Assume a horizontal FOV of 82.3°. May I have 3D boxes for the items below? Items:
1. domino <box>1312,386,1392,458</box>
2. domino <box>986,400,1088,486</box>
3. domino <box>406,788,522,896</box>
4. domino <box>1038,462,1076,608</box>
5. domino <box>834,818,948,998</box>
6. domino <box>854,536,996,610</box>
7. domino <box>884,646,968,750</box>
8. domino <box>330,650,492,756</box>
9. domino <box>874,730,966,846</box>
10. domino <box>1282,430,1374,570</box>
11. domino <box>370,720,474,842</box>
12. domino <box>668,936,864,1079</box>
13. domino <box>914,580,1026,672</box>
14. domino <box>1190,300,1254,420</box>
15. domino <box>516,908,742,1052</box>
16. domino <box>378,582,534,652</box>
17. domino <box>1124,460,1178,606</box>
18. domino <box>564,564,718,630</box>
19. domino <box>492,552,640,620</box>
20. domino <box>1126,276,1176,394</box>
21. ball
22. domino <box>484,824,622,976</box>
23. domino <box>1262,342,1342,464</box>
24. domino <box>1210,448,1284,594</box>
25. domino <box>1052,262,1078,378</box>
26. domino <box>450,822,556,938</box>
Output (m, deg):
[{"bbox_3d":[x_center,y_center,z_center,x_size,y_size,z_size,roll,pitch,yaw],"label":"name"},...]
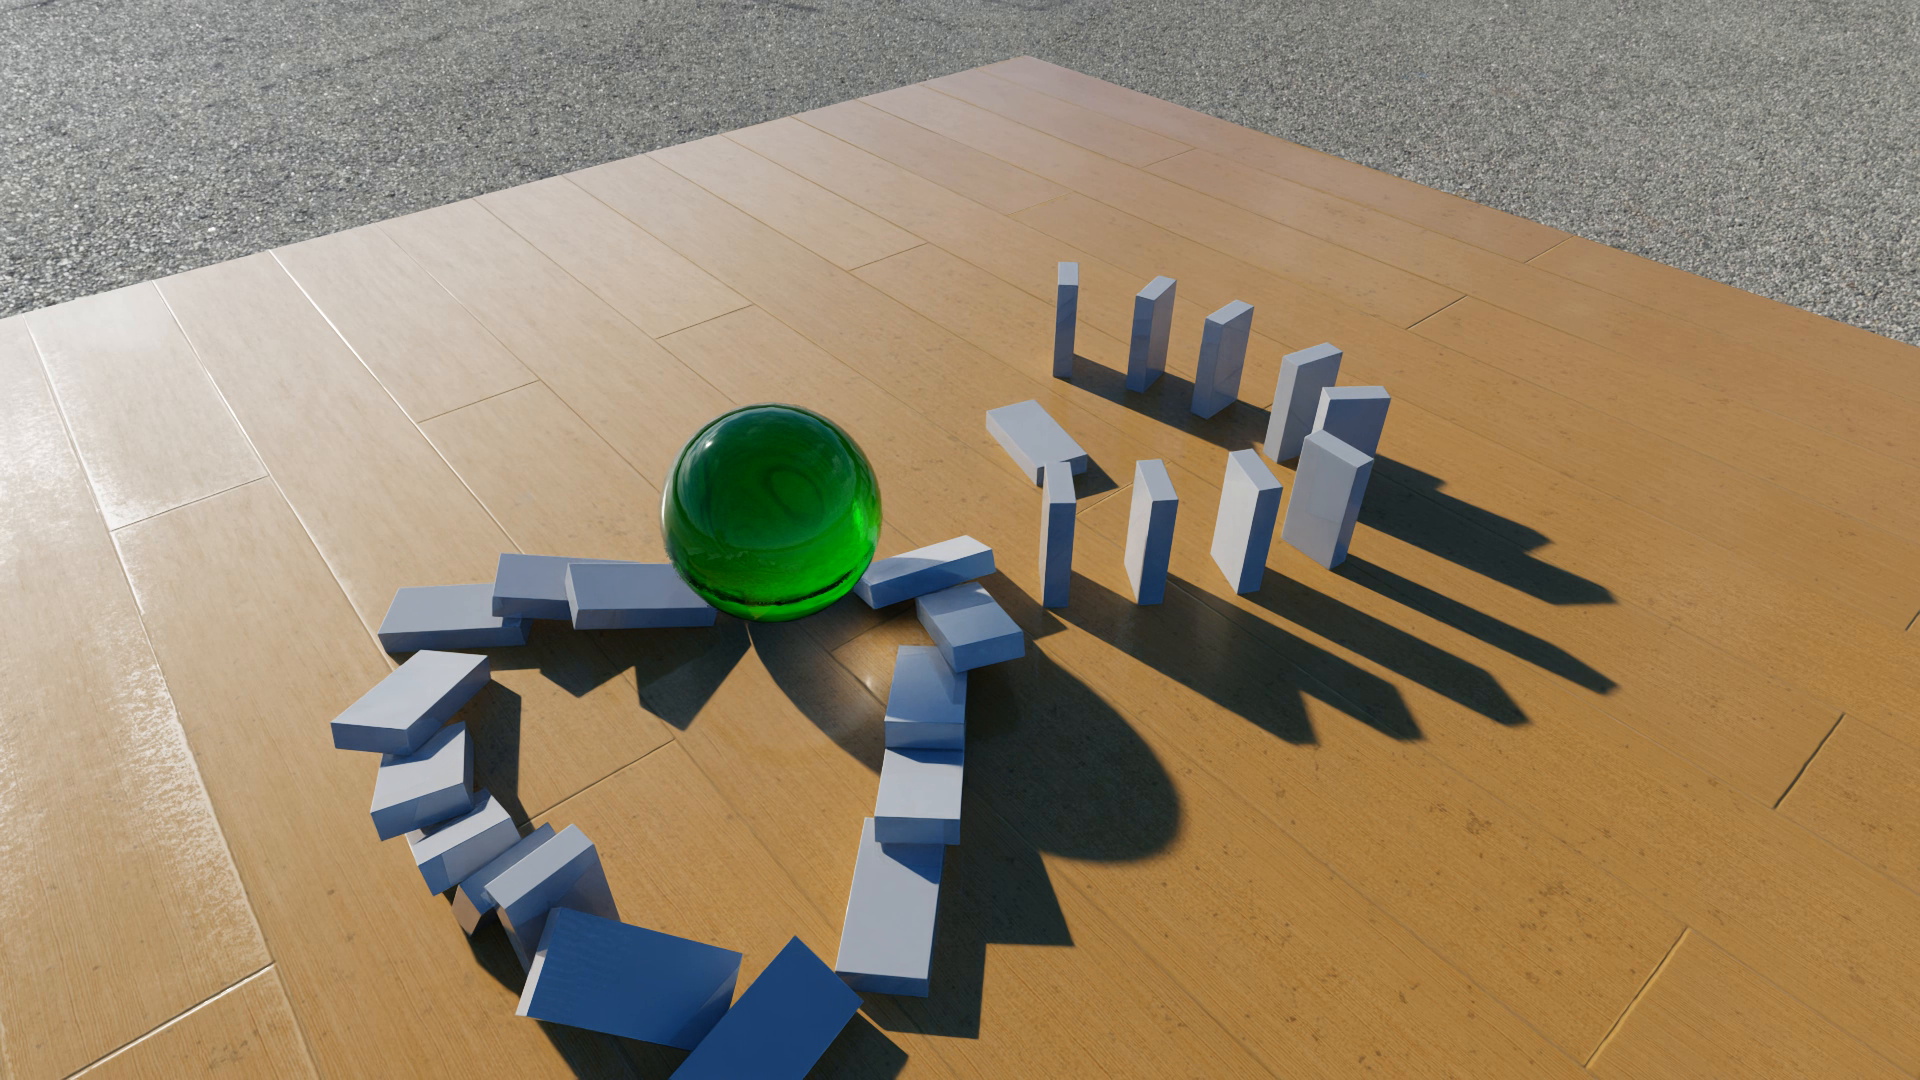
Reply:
[{"bbox_3d":[0.161,-0.040,0.461,0.025,0.050,0.009,-2,39,-2],"label":"domino"},{"bbox_3d":[0.034,-0.045,0.498,0.025,0.009,0.050,-17,42,-19],"label":"domino"},{"bbox_3d":[-0.144,0.086,0.317,0.025,0.009,0.050,-27,12,-29],"label":"domino"},{"bbox_3d":[0.036,-0.002,0.413,0.009,0.050,0.025,0,39,0],"label":"domino"},{"bbox_3d":[-0.019,0.104,0.316,0.025,0.010,0.050,3,39,4],"label":"domino"},{"bbox_3d":[-0.014,0.012,0.422,0.050,0.010,0.025,-16,18,-19],"label":"domino"},{"bbox_3d":[-0.010,0.052,0.369,0.025,0.010,0.050,1,23,2],"label":"domino"},{"bbox_3d":[-0.181,0.053,0.367,0.025,0.010,0.050,4,22,5],"label":"domino"},{"bbox_3d":[-0.011,0.074,0.344,0.025,0.010,0.050,2,25,2],"label":"domino"},{"bbox_3d":[0.143,-0.015,0.430,0.010,0.050,0.025,-24,45,-27],"label":"domino"},{"bbox_3d":[-0.165,0.073,0.339,0.025,0.009,0.050,-17,19,-19],"label":"domino"},{"bbox_3d":[-0.050,0.129,0.278,0.025,0.009,0.050,42,50,7],"label":"domino"},{"bbox_3d":[0.003,0.030,0.394,0.025,0.010,0.050,-12,21,-14],"label":"domino"},{"bbox_3d":[0.122,-0.084,0.514,0.010,0.050,0.025,32,49,33],"label":"domino"},{"bbox_3d":[-0.082,0.112,0.278,0.050,0.009,0.025,27,58,-27],"label":"domino"},{"bbox_3d":[-0.185,0.028,0.409,0.050,0.010,0.025,-3,39,-4],"label":"domino"},{"bbox_3d":[0.072,-0.003,0.415,0.009,0.050,0.025,-4,39,-4],"label":"domino"},{"bbox_3d":[-0.117,0.020,0.405,0.050,0.009,0.025,1,39,-30],"label":"domino"},{"bbox_3d":[-0.147,0.018,0.412,0.050,0.010,0.025,4,37,-18],"label":"domino"},{"bbox_3d":[0.092,-0.099,0.533,0.009,0.050,0.025,22,44,25],"label":"domino"},{"bbox_3d":[-0.068,-0.010,0.400,0.080,0.080,0.080,0,39,0],"label":"ball"},{"bbox_3d":[-0.105,0.100,0.289,0.010,0.050,0.025,30,48,31],"label":"domino"},{"bbox_3d":[0.151,-0.060,0.485,0.025,0.050,0.009,-19,43,-22],"label":"domino"},{"bbox_3d":[0.109,-0.007,0.420,0.010,0.050,0.025,-9,40,-11],"label":"domino"},{"bbox_3d":[0.052,-0.109,0.544,0.010,0.050,0.025,3,39,4],"label":"domino"},{"bbox_3d":[-0.124,0.093,0.300,0.025,0.050,0.010,-35,85,-35],"label":"domino"}]
